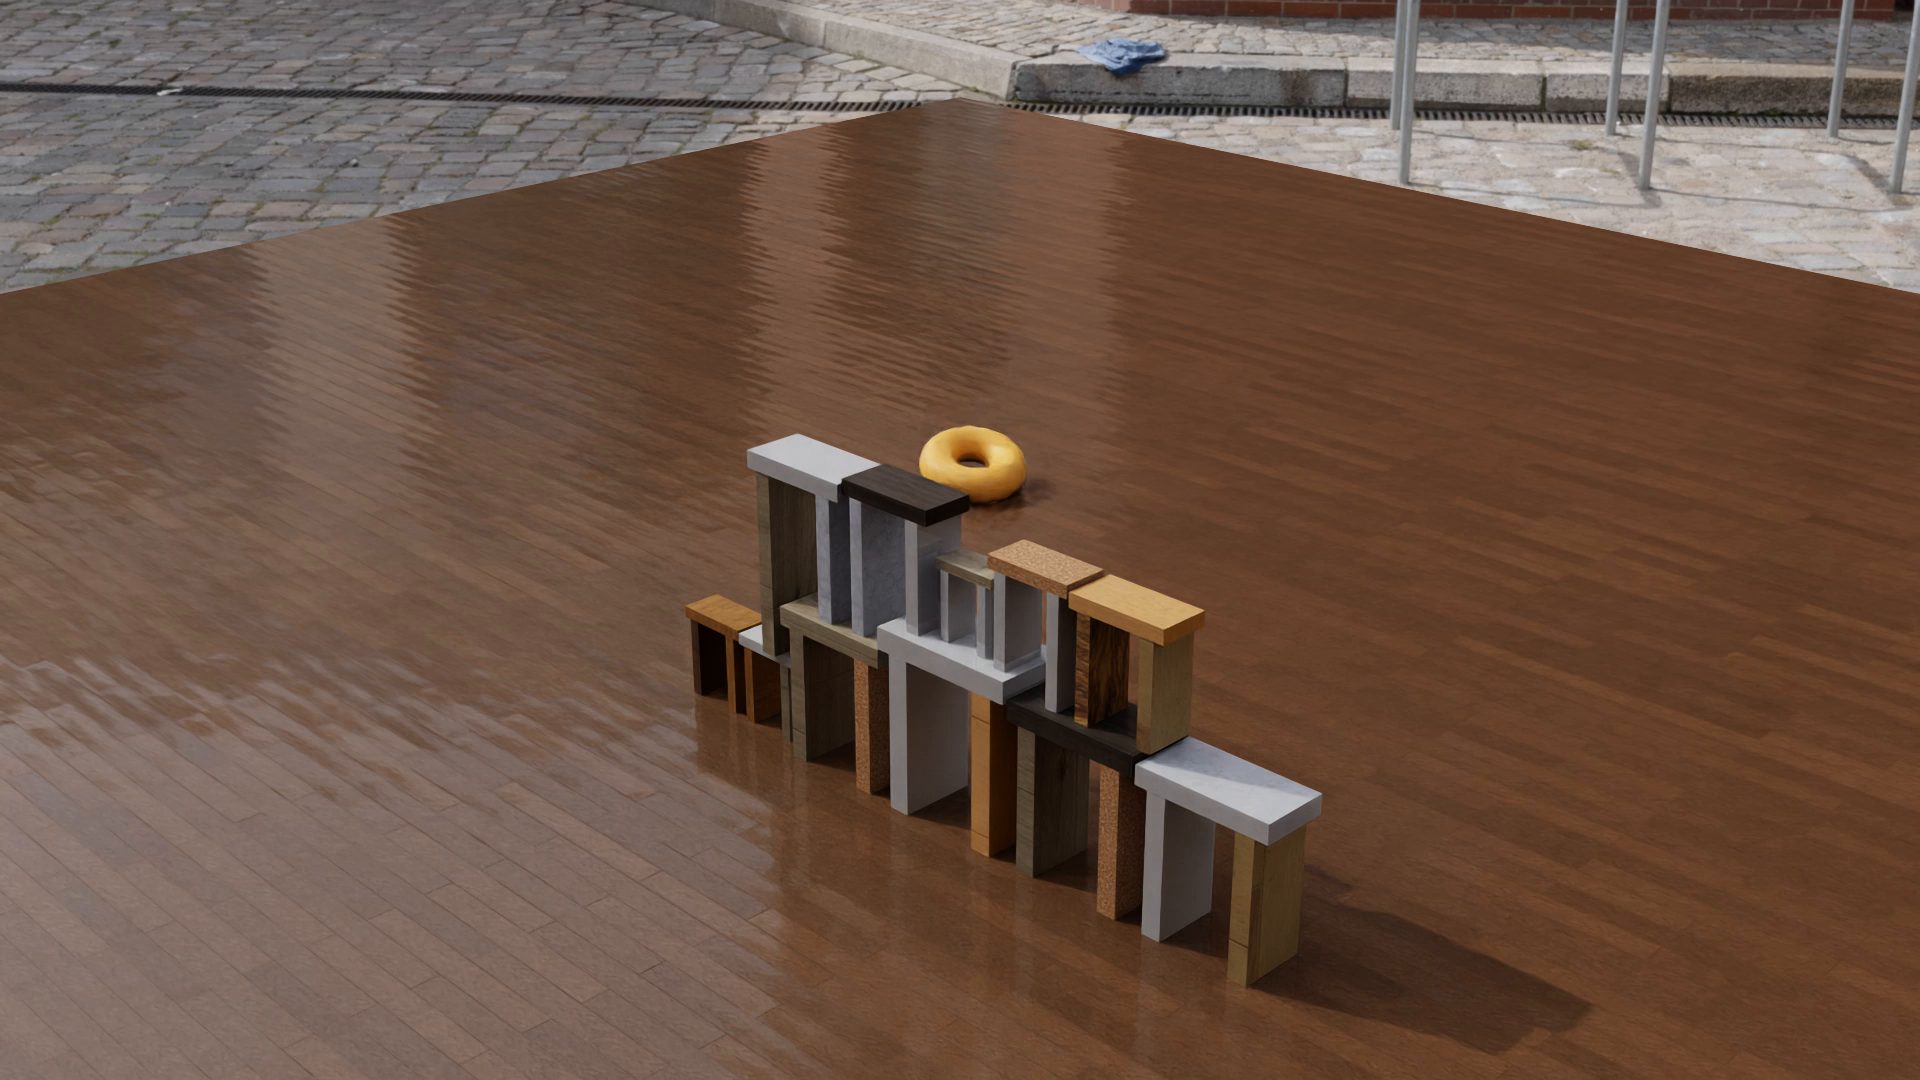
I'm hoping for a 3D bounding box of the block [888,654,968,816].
[{"bbox_3d":[-0.062,0.367,4.453,0.049,0.346,0.173,21,31,41],"label":"block"}]

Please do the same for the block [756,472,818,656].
[{"bbox_3d":[-0.357,0.034,4.633,0.039,0.412,0.138,21,31,41],"label":"block"}]

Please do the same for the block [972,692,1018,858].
[{"bbox_3d":[0.100,0.431,4.303,0.049,0.346,0.173,21,31,41],"label":"block"}]

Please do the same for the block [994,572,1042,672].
[{"bbox_3d":[0.110,0.141,4.161,0.029,0.202,0.101,21,31,41],"label":"block"}]

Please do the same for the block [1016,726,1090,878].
[{"bbox_3d":[0.180,0.478,4.232,0.044,0.313,0.157,21,31,41],"label":"block"}]

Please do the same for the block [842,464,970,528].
[{"bbox_3d":[-0.108,-0.089,4.307,0.119,0.034,0.239,-21,31,-41],"label":"block"}]

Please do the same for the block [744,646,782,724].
[{"bbox_3d":[-0.427,0.304,4.817,0.025,0.178,0.089,21,31,41],"label":"block"}]

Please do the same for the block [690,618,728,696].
[{"bbox_3d":[-0.557,0.250,4.940,0.026,0.182,0.091,21,31,41],"label":"block"}]

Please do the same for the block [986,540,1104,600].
[{"bbox_3d":[0.157,0.053,4.072,0.202,0.029,0.101,21,31,41],"label":"block"}]

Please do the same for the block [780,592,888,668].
[{"bbox_3d":[-0.217,0.177,4.529,0.297,0.042,0.148,21,31,41],"label":"block"}]

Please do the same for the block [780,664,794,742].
[{"bbox_3d":[-0.343,0.336,4.740,0.025,0.178,0.089,21,31,41],"label":"block"}]

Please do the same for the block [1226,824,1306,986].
[{"bbox_3d":[0.544,0.627,3.898,0.043,0.301,0.150,21,31,41],"label":"block"}]

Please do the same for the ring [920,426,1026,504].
[{"bbox_3d":[0.036,-0.207,6.079,0.297,0.099,0.297,4,38,-3],"label":"ring"}]

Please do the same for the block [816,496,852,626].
[{"bbox_3d":[-0.227,0.022,4.487,0.039,0.276,0.138,21,31,41],"label":"block"}]

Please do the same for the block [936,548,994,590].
[{"bbox_3d":[0.032,0.054,4.214,0.149,0.021,0.075,21,31,41],"label":"block"}]

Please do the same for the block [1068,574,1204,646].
[{"bbox_3d":[0.315,0.124,3.939,0.112,0.032,0.224,-21,31,-41],"label":"block"}]

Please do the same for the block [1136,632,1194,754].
[{"bbox_3d":[0.368,0.262,3.940,0.112,0.224,0.032,-21,31,-41],"label":"block"}]

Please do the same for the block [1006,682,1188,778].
[{"bbox_3d":[0.253,0.343,4.095,0.313,0.044,0.157,21,31,41],"label":"block"}]

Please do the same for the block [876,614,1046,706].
[{"bbox_3d":[0.019,0.218,4.301,0.346,0.049,0.173,21,31,41],"label":"block"}]

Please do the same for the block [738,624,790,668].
[{"bbox_3d":[-0.385,0.226,4.739,0.178,0.025,0.089,21,31,41],"label":"block"}]

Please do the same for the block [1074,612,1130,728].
[{"bbox_3d":[0.262,0.221,4.038,0.032,0.224,0.112,21,31,41],"label":"block"}]

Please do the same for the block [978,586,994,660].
[{"bbox_3d":[0.067,0.146,4.214,0.021,0.149,0.075,21,31,41],"label":"block"}]

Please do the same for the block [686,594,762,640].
[{"bbox_3d":[-0.514,0.171,4.860,0.182,0.026,0.091,21,31,41],"label":"block"}]

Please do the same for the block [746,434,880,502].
[{"bbox_3d":[-0.292,-0.148,4.485,0.276,0.039,0.138,21,31,41],"label":"block"}]

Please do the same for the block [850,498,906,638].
[{"bbox_3d":[-0.164,0.040,4.423,0.034,0.294,0.119,21,31,41],"label":"block"}]

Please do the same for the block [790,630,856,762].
[{"bbox_3d":[-0.287,0.306,4.659,0.042,0.297,0.149,21,31,41],"label":"block"}]

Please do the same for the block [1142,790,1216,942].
[{"bbox_3d":[0.402,0.572,4.028,0.043,0.301,0.150,21,31,41],"label":"block"}]

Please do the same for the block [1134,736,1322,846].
[{"bbox_3d":[0.473,0.441,3.896,0.301,0.043,0.150,21,31,41],"label":"block"}]

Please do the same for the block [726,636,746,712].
[{"bbox_3d":[-0.471,0.283,4.861,0.026,0.182,0.091,21,31,41],"label":"block"}]

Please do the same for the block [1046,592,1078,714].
[{"bbox_3d":[0.205,0.195,4.081,0.029,0.239,0.101,21,31,41],"label":"block"}]

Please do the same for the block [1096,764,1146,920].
[{"bbox_3d":[0.327,0.536,4.096,0.044,0.313,0.157,21,31,41],"label":"block"}]

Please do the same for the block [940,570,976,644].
[{"bbox_3d":[-0.004,0.119,4.279,0.021,0.149,0.075,21,31,41],"label":"block"}]

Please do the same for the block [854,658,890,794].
[{"bbox_3d":[-0.147,0.361,4.530,0.042,0.297,0.149,21,31,41],"label":"block"}]

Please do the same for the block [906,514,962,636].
[{"bbox_3d":[-0.052,0.058,4.308,0.034,0.238,0.119,21,31,41],"label":"block"}]
